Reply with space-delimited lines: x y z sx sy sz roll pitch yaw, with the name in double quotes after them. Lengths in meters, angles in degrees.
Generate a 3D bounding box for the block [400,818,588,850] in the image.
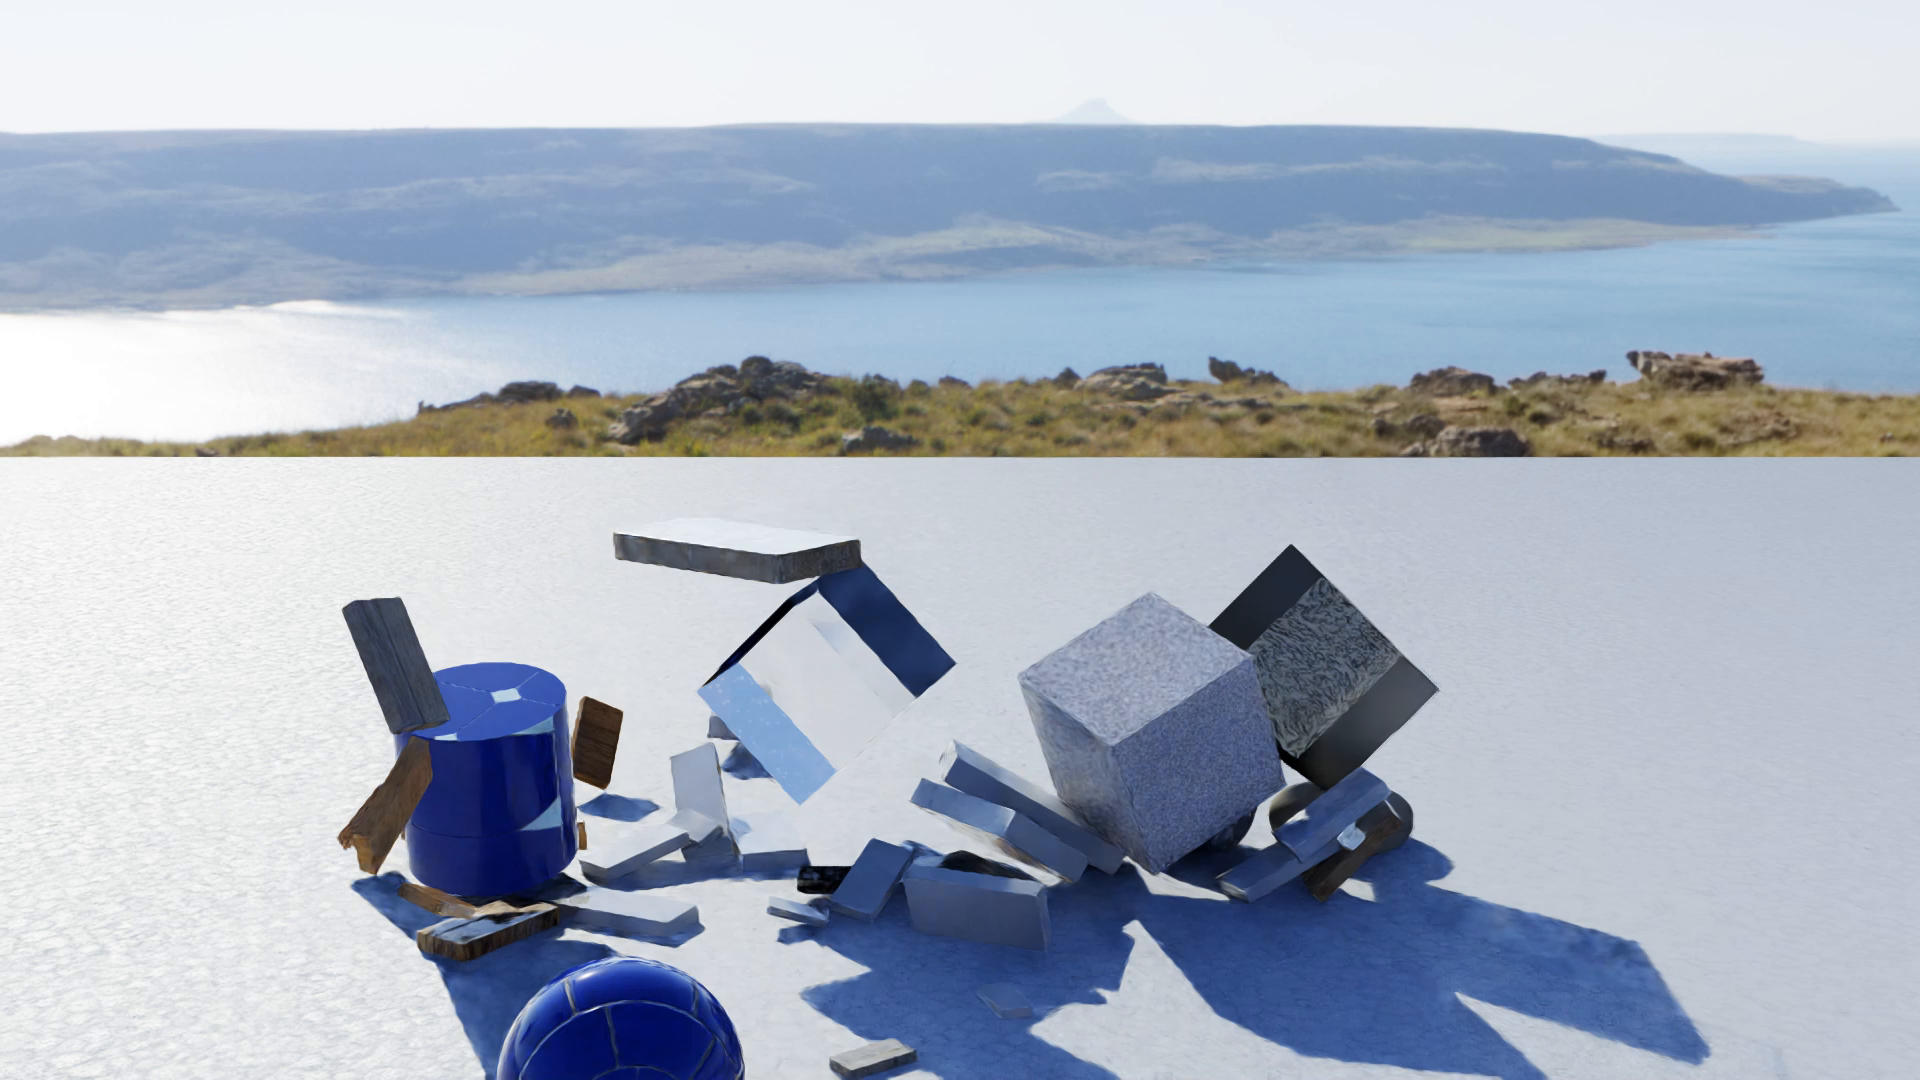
-0.812 0.504 3.812 0.172 0.049 0.345 -6 5 -40 "block"

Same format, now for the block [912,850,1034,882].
0.026 0.573 3.675 0.112 0.032 0.225 -7 13 -34 "block"

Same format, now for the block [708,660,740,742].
-0.432 0.339 4.613 0.167 0.047 0.333 7 17 -5 "block"

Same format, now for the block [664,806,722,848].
-0.467 0.503 3.852 0.052 0.015 0.104 -38 35 -29 "block"

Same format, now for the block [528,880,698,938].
-0.563 0.597 3.560 0.268 0.026 0.092 5 12 25 "block"

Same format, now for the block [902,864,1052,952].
0.027 0.574 3.436 0.225 0.112 0.032 4 33 23 "block"

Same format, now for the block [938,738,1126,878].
0.122 0.457 3.774 0.333 0.047 0.167 30 3 -6 "block"

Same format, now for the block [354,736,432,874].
-0.816 0.382 3.172 0.026 0.091 0.183 16 48 7 "block"

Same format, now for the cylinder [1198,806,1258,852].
0.403 0.445 3.930 0.190 0.190 0.190 9 14 42 "cylinder"

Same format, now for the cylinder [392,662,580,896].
-0.752 0.376 3.490 0.272 0.272 0.272 0 23 0 "cylinder"

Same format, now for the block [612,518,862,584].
-0.396 0.016 3.838 0.172 0.049 0.509 -12 12 -39 "block"

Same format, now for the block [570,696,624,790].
-0.708 0.392 4.262 0.086 0.171 0.024 26 -44 -24 "block"

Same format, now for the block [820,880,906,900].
-0.151 0.578 3.675 0.152 0.022 0.076 -7 13 -33 "block"

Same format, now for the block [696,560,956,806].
-0.236 0.247 3.940 0.274 0.274 0.274 -44 -4 28 "block"

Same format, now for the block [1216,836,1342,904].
0.531 0.538 3.663 0.189 0.027 0.094 -27 14 -17 "block"

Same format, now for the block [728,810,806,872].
-0.346 0.532 3.895 0.113 0.032 0.225 -3 11 -14 "block"

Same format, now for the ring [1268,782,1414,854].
0.682 0.496 3.938 0.258 0.086 0.258 0 11 0 "ring"

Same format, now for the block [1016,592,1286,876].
0.322 0.321 3.696 0.285 0.285 0.285 -31 34 -18 "block"

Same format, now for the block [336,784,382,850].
-0.987 0.462 3.763 0.091 0.026 0.183 -20 -20 -50 "block"

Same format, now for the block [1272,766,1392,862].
0.616 0.454 3.652 0.189 0.027 0.095 -36 16 -6 "block"

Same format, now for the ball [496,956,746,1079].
-0.400 0.640 2.600 0.292 0.292 0.292 0 11 0 "ball"

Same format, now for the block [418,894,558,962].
-0.743 0.612 3.472 0.102 0.029 0.203 7 13 34 "block"

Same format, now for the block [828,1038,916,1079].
-0.119 0.707 2.996 0.109 0.015 0.054 -8 13 -37 "block"

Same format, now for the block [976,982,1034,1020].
0.065 0.670 3.200 0.049 0.014 0.099 -4 11 -20 "block"

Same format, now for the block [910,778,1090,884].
0.062 0.486 3.692 0.167 0.047 0.333 35 -12 -25 "block"

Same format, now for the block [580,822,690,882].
-0.561 0.537 3.795 0.171 0.024 0.086 -22 19 -39 "block"

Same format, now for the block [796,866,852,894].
-0.191 0.562 3.640 0.152 0.022 0.076 0 11 2 "block"

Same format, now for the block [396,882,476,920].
-0.592 0.409 2.489 0.054 0.015 0.109 22 -9 11 "block"

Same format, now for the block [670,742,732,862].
-0.467 0.467 3.948 0.086 0.024 0.294 -20 30 -1 "block"

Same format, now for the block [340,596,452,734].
-0.751 0.166 2.930 0.026 0.183 0.091 -30 -11 25 "block"

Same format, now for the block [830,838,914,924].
-0.143 0.554 3.588 0.076 0.022 0.152 15 41 20 "block"

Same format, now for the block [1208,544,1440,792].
0.615 0.229 3.856 0.269 0.269 0.269 49 8 34 "block"

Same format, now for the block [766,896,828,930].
-0.260 0.596 3.523 0.099 0.014 0.050 15 9 -6 "block"

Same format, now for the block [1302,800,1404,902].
0.651 0.513 3.656 0.027 0.189 0.094 43 7 -8 "block"
